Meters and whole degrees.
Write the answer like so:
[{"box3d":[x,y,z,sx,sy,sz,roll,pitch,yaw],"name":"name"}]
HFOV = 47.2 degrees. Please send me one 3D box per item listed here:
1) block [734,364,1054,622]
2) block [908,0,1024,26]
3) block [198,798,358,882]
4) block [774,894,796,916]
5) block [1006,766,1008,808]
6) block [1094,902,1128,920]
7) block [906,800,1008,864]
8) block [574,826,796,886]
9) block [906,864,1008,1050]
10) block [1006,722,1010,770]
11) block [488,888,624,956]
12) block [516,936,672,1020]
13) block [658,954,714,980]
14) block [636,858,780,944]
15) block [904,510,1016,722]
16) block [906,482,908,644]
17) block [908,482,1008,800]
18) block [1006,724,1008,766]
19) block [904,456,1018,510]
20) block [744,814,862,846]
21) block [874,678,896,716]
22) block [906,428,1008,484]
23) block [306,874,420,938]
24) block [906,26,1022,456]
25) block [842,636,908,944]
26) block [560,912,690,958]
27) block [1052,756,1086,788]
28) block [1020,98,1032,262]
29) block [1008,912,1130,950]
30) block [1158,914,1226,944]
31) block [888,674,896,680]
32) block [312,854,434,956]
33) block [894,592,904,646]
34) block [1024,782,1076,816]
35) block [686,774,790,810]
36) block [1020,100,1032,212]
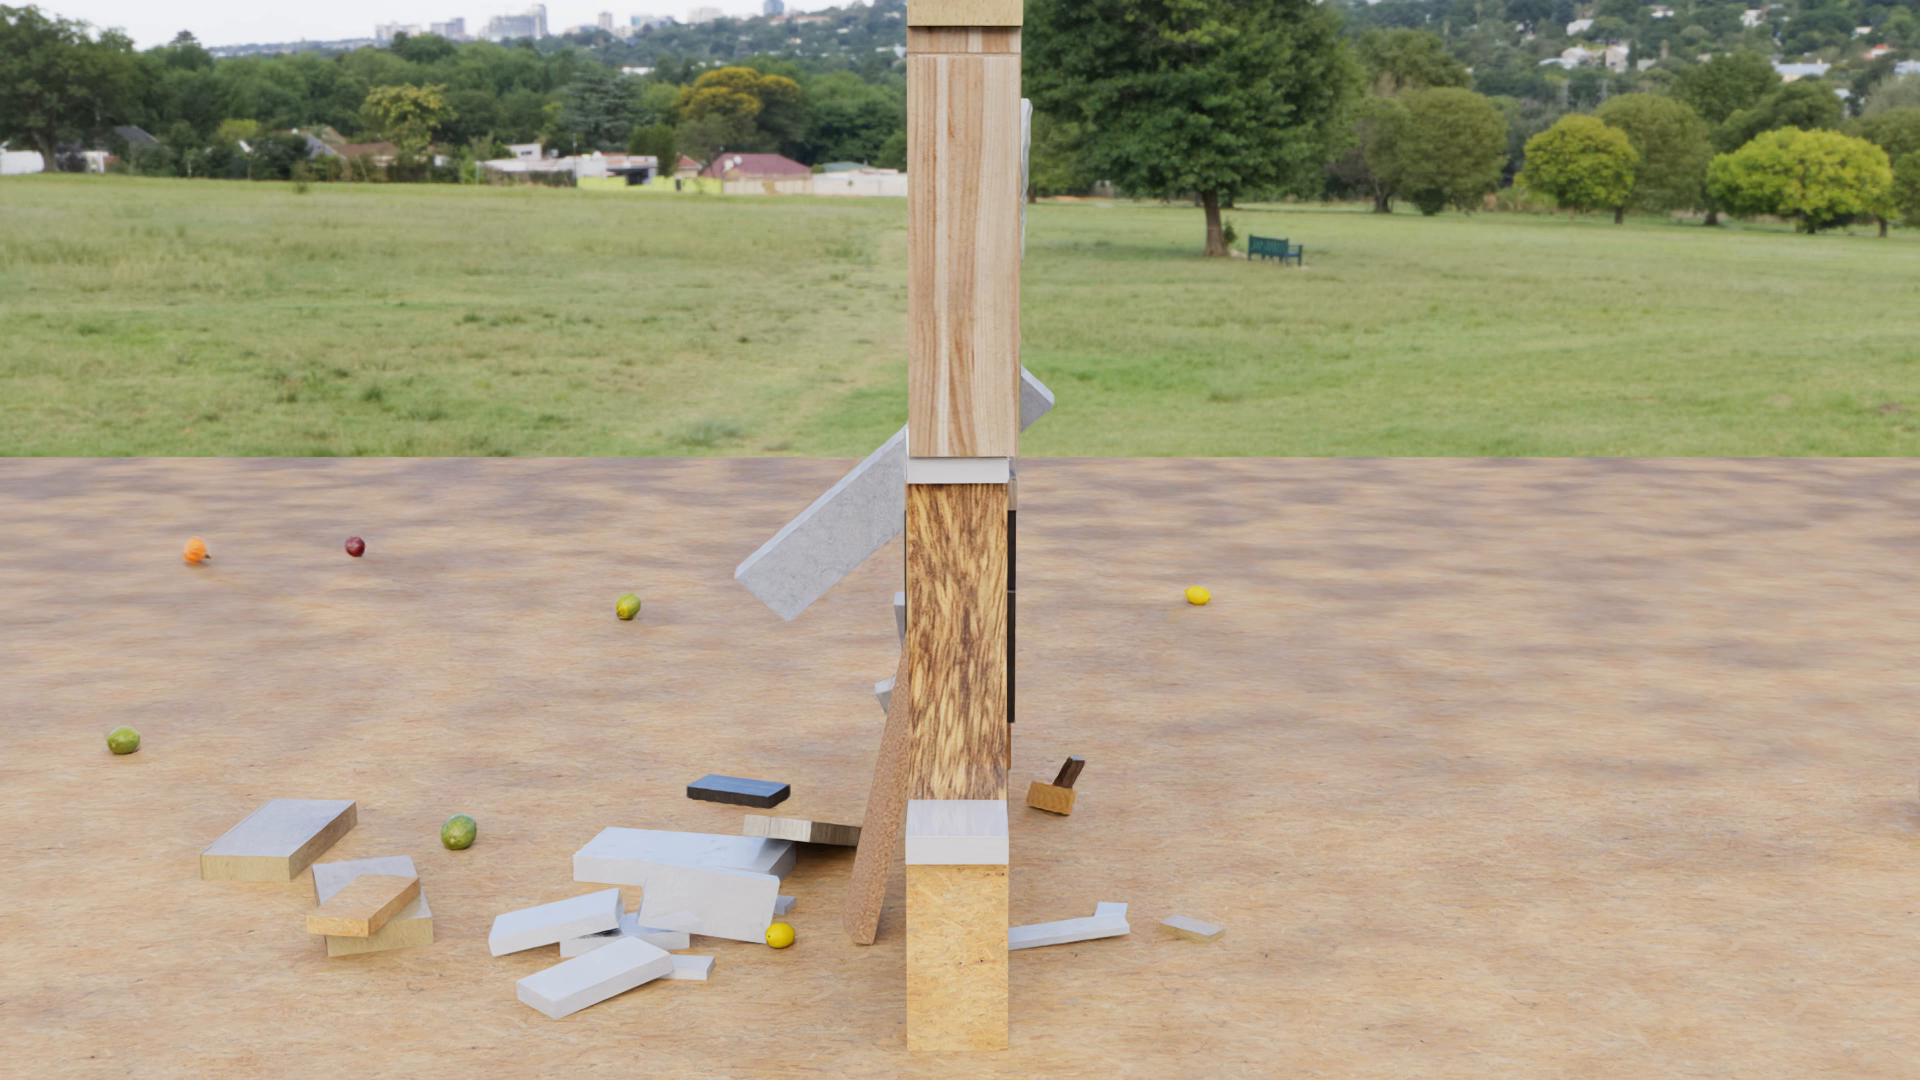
[{"box3d":[-0.122,-0.089,3.842,0.660,0.132,0.037,-39,25,24],"name":"block"},{"box3d":[0.007,-0.717,3.000,0.150,0.043,0.301,0,11,0],"name":"block"},{"box3d":[-1.200,0.527,3.883,0.159,0.045,0.319,1,11,5],"name":"block"},{"box3d":[-0.324,0.595,3.606,0.100,0.014,0.050,4,11,19],"name":"block"},{"box3d":[0.004,0.480,3.487,0.141,0.283,0.040,0,11,0],"name":"block"},{"box3d":[0.242,0.607,3.542,0.048,0.014,0.095,2,11,10],"name":"block"},{"box3d":[-0.004,0.393,3.099,0.139,0.039,0.278,0,11,0],"name":"block"},{"box3d":[-0.469,0.549,3.768,0.345,0.045,0.159,2,11,12],"name":"block"},{"box3d":[-0.003,0.566,3.037,0.139,0.278,0.039,0,11,0],"name":"block"},{"box3d":[-0.001,0.145,3.735,0.175,0.496,0.050,0,11,-1],"name":"block"},{"box3d":[-0.627,0.593,3.421,0.198,0.028,0.099,-13,13,-1],"name":"block"},{"box3d":[-0.539,0.644,3.247,0.204,0.029,0.102,-16,19,-40],"name":"block"},{"box3d":[-0.433,0.646,3.326,0.113,0.016,0.057,1,11,6],"name":"block"},{"box3d":[-0.392,0.561,3.423,0.204,0.102,0.029,11,8,-15],"name":"block"},{"box3d":[0.000,0.115,3.497,0.175,0.350,0.050,0,12,0],"name":"block"},{"box3d":[-0.011,0.016,3.263,0.138,0.276,0.039,0,11,-2],"name":"block"},{"box3d":[-0.003,0.139,3.099,0.138,0.459,0.039,0,11,0],"name":"block"},{"box3d":[0.004,0.304,3.550,0.141,0.040,0.283,0,11,0],"name":"block"},{"box3d":[0.000,-0.102,3.570,0.175,0.050,0.350,0,11,0],"name":"block"},{"box3d":[-0.270,0.505,3.817,0.122,0.035,0.244,4,-8,19],"name":"block"},{"box3d":[-0.058,0.356,3.908,0.088,0.338,0.025,-18,44,5],"name":"block"},{"box3d":[-0.007,-0.122,3.143,0.138,0.039,0.276,0,11,-2],"name":"block"},{"box3d":[-0.932,0.571,3.446,0.099,0.028,0.198,2,11,9],"name":"block"},{"box3d":[0.005,-0.397,2.957,0.150,0.570,0.043,0,11,-2],"name":"block"},{"box3d":[-0.109,0.382,3.452,0.029,0.495,0.102,11,7,-17],"name":"block"},{"box3d":[-0.528,0.617,3.449,0.198,0.028,0.099,-2,11,-12],"name":"block"},{"box3d":[0.199,0.451,4.140,0.013,0.095,0.047,37,14,32],"name":"block"},{"box3d":[0.042,-0.585,3.573,0.132,0.264,0.037,2,-6,10],"name":"block"},{"box3d":[0.152,0.616,3.452,0.225,0.014,0.048,-5,17,-14],"name":"block"},{"box3d":[0.368,0.617,3.487,0.095,0.014,0.048,9,14,39],"name":"block"},{"box3d":[-0.089,0.306,5.005,0.122,0.035,0.244,-16,6,17],"name":"block"},{"box3d":[-0.953,0.588,3.557,0.159,0.045,0.319,-4,11,-20],"name":"block"},{"box3d":[-0.046,0.260,4.444,0.122,0.441,0.035,2,49,9],"name":"block"},{"box3d":[0.169,0.483,4.114,0.094,0.047,0.013,8,-14,37],"name":"block"},{"box3d":[-0.423,0.480,4.195,0.175,0.025,0.088,4,11,22],"name":"block"},{"box3d":[0.034,-0.575,3.521,0.132,0.264,0.037,4,-10,12],"name":"block"}]
